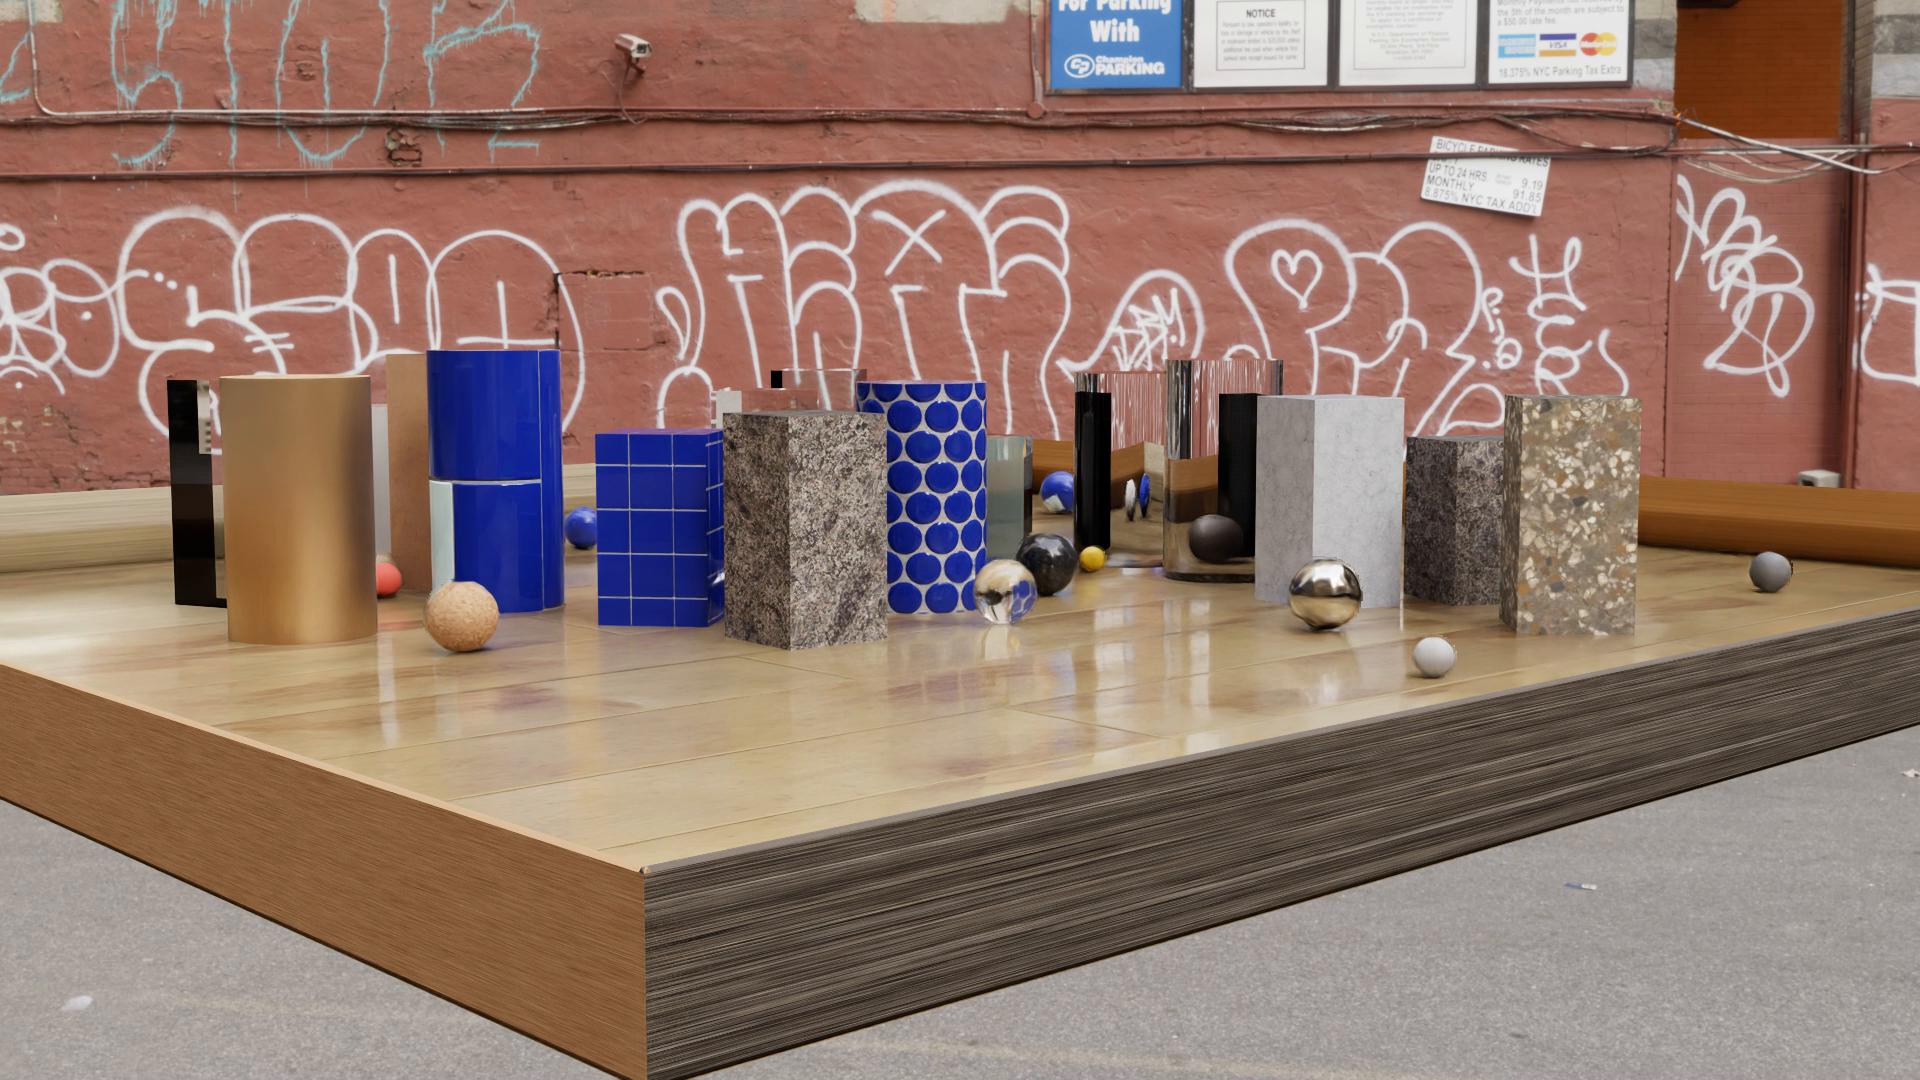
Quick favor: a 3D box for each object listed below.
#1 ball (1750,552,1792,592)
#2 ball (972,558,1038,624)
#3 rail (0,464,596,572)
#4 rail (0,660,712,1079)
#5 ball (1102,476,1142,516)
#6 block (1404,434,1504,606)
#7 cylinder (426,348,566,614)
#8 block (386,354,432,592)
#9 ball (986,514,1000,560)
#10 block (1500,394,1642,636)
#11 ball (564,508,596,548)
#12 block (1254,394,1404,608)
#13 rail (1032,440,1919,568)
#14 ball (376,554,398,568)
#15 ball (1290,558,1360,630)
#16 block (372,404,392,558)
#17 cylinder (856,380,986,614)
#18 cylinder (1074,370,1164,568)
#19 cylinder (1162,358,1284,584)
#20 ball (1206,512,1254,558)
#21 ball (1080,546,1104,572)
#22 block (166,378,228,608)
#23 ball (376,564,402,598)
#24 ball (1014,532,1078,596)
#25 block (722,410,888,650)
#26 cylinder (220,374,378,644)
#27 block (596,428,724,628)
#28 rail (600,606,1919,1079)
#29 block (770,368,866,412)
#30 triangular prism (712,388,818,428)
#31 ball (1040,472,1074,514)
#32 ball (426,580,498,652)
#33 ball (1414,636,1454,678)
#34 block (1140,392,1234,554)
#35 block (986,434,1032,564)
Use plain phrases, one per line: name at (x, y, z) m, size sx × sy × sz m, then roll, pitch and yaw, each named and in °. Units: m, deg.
ball at (1.289, 0.050, 3.498) m, size 0.063 × 0.063 × 0.063 m, roll 0°, pitch 6°, yaw 0°
ball at (0.064, 0.073, 3.136) m, size 0.093 × 0.093 × 0.093 m, roll 0°, pitch 6°, yaw 0°
rail at (-0.945, -0.073, 4.350) m, size 3.101 × 0.129 × 0.045 m, roll -5°, pitch 8°, yaw -42°
rail at (-1.122, 0.141, 2.302) m, size 0.045 × 0.129 × 2.833 m, roll -5°, pitch 8°, yaw -42°
ball at (0.351, -0.094, 4.768) m, size 0.088 × 0.088 × 0.088 m, roll 0°, pitch 6°, yaw 0°
block at (0.799, -0.033, 3.409) m, size 0.159 × 0.248 × 0.159 m, roll -2°, pitch 6°, yaw -17°
cylinder at (-0.700, -0.094, 3.320) m, size 0.198 × 0.386 × 0.198 m, roll 0°, pitch 6°, yaw 0°
block at (-0.807, -0.112, 3.554) m, size 0.159 × 0.375 × 0.159 m, roll 4°, pitch 7°, yaw 32°
ball at (0.028, -0.005, 3.906) m, size 0.089 × 0.089 × 0.089 m, roll 0°, pitch 6°, yaw 0°
block at (0.856, -0.039, 3.097) m, size 0.159 × 0.325 × 0.159 m, roll 1°, pitch 6°, yaw 5°
ball at (-0.705, -0.023, 4.129) m, size 0.077 × 0.077 × 0.077 m, roll 0°, pitch 6°, yaw 0°
block at (0.562, -0.061, 3.357) m, size 0.159 × 0.314 × 0.159 m, roll -3°, pitch 7°, yaw -24°
rail at (1.122, -0.074, 4.362) m, size 0.045 × 0.129 × 2.833 m, roll -5°, pitch 8°, yaw -42°
ball at (-0.920, 0.053, 3.484) m, size 0.062 × 0.062 × 0.062 m, roll 0°, pitch 6°, yaw 0°
ball at (0.511, 0.076, 3.080) m, size 0.099 × 0.099 × 0.099 m, roll 0°, pitch 6°, yaw 0°
block at (-0.991, -0.097, 3.872) m, size 0.159 × 0.279 × 0.159 m, roll -2°, pitch 6°, yaw -20°
cylinder at (-0.059, -0.070, 3.323) m, size 0.198 × 0.338 × 0.198 m, roll 0°, pitch 6°, yaw 0°
cylinder at (0.300, -0.129, 3.899) m, size 0.198 × 0.336 × 0.198 m, roll 0°, pitch 6°, yaw 0°
cylinder at (0.440, -0.120, 3.681) m, size 0.198 × 0.364 × 0.198 m, roll 0°, pitch 6°, yaw 0°
ball at (0.486, -0.009, 3.965) m, size 0.085 × 0.085 × 0.085 m, roll 0°, pitch 6°, yaw 0°
ball at (0.226, 0.032, 3.766) m, size 0.043 × 0.043 × 0.043 m, roll 0°, pitch 6°, yaw 0°
block at (-1.088, -0.076, 3.365) m, size 0.159 × 0.341 × 0.159 m, roll 3°, pitch 7°, yaw 25°
ball at (-0.897, 0.063, 3.428) m, size 0.053 × 0.053 × 0.053 m, roll 0°, pitch 6°, yaw 0°
ball at (0.135, 0.037, 3.452) m, size 0.099 × 0.099 × 0.099 m, roll 0°, pitch 6°, yaw 0°
block at (-0.210, -0.019, 2.985) m, size 0.159 × 0.307 × 0.159 m, roll -5°, pitch 8°, yaw -39°
cylinder at (-0.907, -0.047, 3.019) m, size 0.198 × 0.355 × 0.198 m, roll 0°, pitch 6°, yaw 0°
block at (-0.426, -0.021, 3.179) m, size 0.159 × 0.272 × 0.159 m, roll 1°, pitch 6°, yaw 7°
rail at (0.945, 0.140, 2.314) m, size 3.101 × 0.129 × 0.045 m, roll -5°, pitch 8°, yaw -42°
block at (-0.272, -0.165, 4.273) m, size 0.159 × 0.331 × 0.159 m, roll 1°, pitch 6°, yaw 7°
triangular prism at (-0.327, -0.074, 3.428) m, size 0.172 × 0.324 × 0.149 m, roll -3°, pitch 7°, yaw -26°
ball at (0.223, -0.105, 4.841) m, size 0.093 × 0.093 × 0.093 m, roll 0°, pitch 6°, yaw 0°
ball at (-0.652, 0.099, 2.879) m, size 0.094 × 0.094 × 0.094 m, roll 0°, pitch 6°, yaw 0°
ball at (0.578, 0.142, 2.681) m, size 0.050 × 0.050 × 0.050 m, roll 0°, pitch 6°, yaw 0°
block at (0.425, -0.128, 4.115) m, size 0.159 × 0.291 × 0.159 m, roll 1°, pitch 6°, yaw 11°
block at (0.010, -0.051, 3.610) m, size 0.159 × 0.241 × 0.159 m, roll 4°, pitch 7°, yaw 33°
